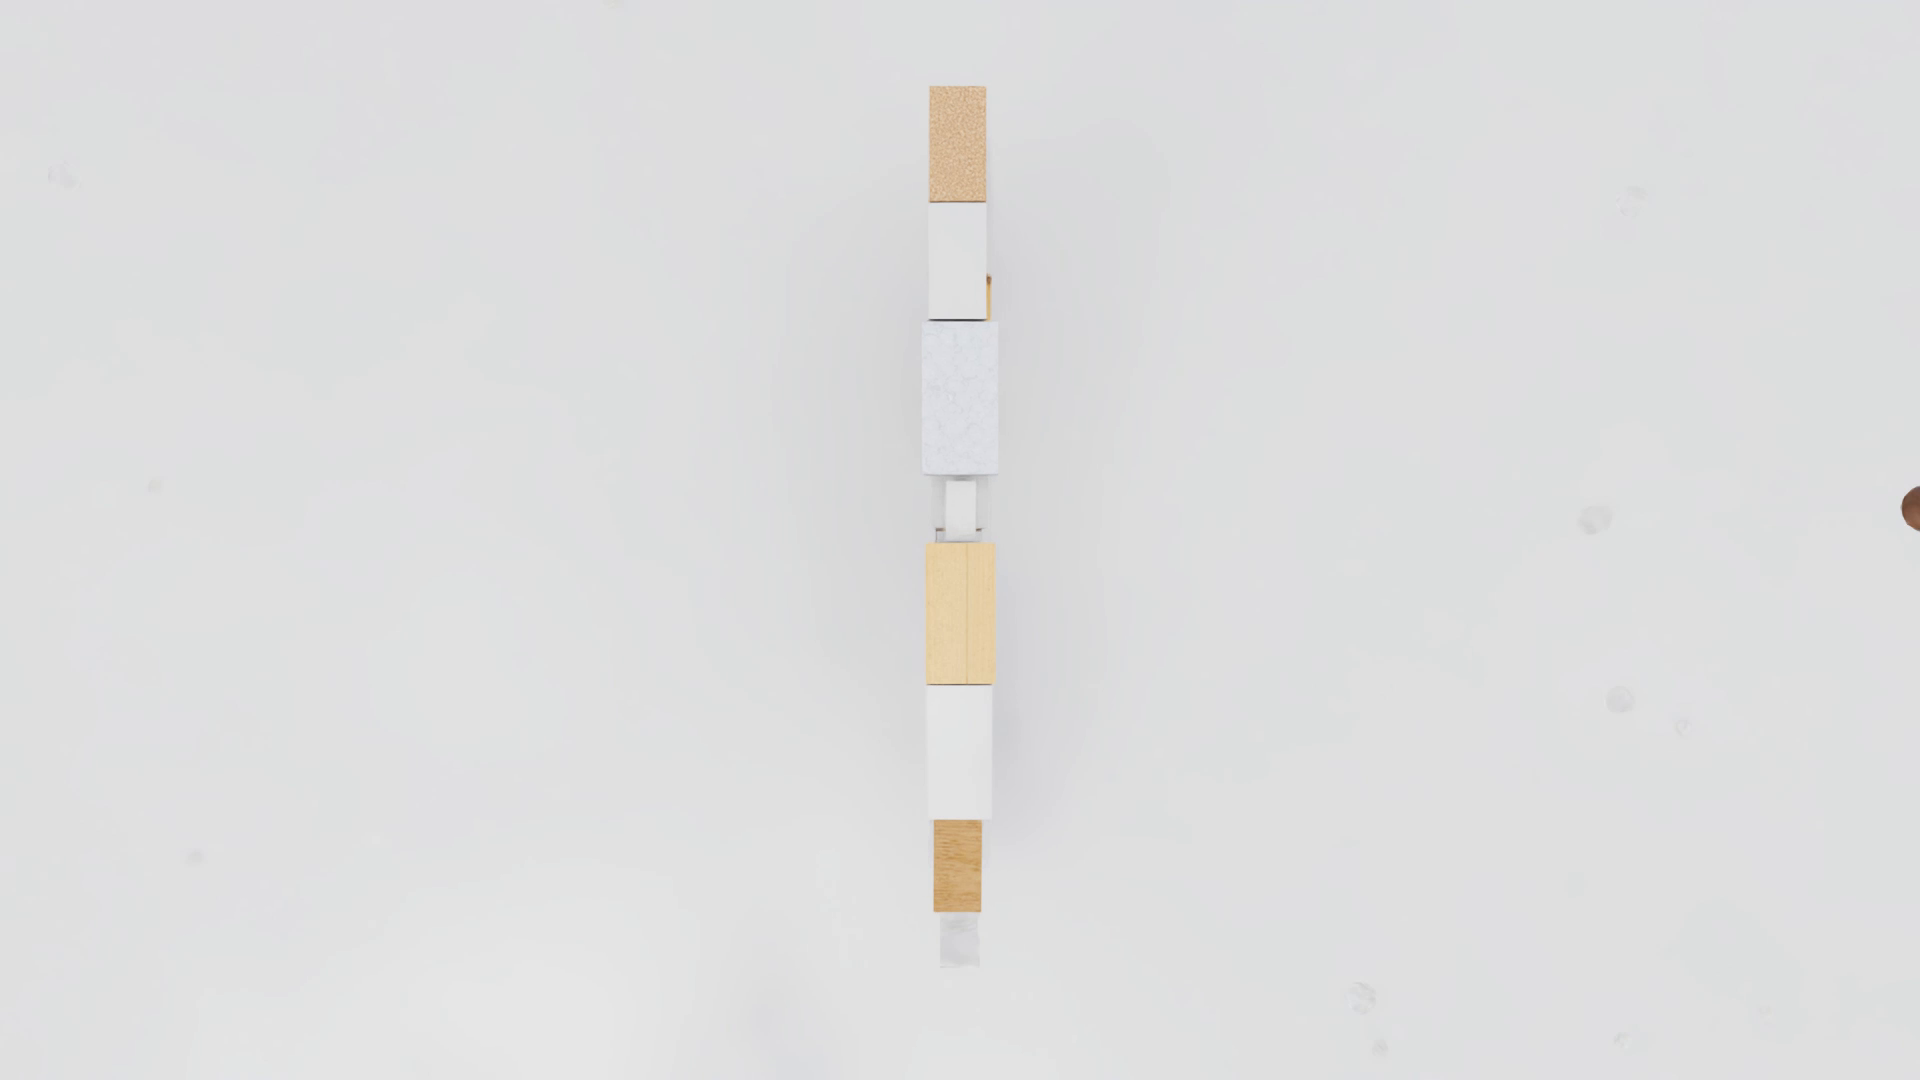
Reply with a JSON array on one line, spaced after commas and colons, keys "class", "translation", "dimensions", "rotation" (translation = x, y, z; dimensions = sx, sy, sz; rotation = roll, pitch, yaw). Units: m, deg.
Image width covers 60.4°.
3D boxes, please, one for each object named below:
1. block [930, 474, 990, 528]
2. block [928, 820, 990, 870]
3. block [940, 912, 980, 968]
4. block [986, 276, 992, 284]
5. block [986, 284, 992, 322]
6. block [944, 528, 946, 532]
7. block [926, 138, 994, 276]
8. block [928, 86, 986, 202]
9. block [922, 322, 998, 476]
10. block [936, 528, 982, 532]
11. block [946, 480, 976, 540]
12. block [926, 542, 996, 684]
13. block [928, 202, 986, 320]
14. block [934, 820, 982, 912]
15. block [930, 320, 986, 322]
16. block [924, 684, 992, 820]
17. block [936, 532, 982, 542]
[{"class": "block", "translation": [0.001, -0.175, 4.128], "dimensions": [0.145, 0.041, 0.291], "rotation": [0, 90, 0]}, {"class": "block", "translation": [0.000, 0.695, 4.314], "dimensions": [0.162, 0.046, 0.324], "rotation": [1, 91, 0]}, {"class": "block", "translation": [-0.002, 1.011, 4.320], "dimensions": [0.104, 0.030, 0.209], "rotation": [0, 72, 0]}, {"class": "block", "translation": [0.000, -0.704, 4.224], "dimensions": [0.165, 0.330, 0.047], "rotation": [0, 90, 0]}, {"class": "block", "translation": [0.003, -0.625, 4.412], "dimensions": [0.160, 0.045, 0.320], "rotation": [0, 90, 0]}, {"class": "block", "translation": [-0.002, -0.092, 4.654], "dimensions": [0.088, 0.025, 0.176], "rotation": [0, 90, 0]}, {"class": "block", "translation": [-0.002, -0.814, 4.036], "dimensions": [0.165, 0.047, 0.330], "rotation": [0, 90, 0]}, {"class": "block", "translation": [-0.005, -0.893, 3.734], "dimensions": [0.130, 0.037, 0.260], "rotation": [0, 90, 0]}, {"class": "block", "translation": [0.001, -0.320, 3.739], "dimensions": [0.172, 0.049, 0.344], "rotation": [0, 90, 0]}, {"class": "block", "translation": [-0.002, -0.077, 4.862], "dimensions": [0.135, 0.038, 0.271], "rotation": [0, 90, 0]}, {"class": "block", "translation": [0.003, -0.070, 3.954], "dimensions": [0.072, 0.020, 0.143], "rotation": [1, 90, 0]}, {"class": "block", "translation": [0.001, 0.173, 3.922], "dimensions": [0.167, 0.047, 0.333], "rotation": [0, 90, 0]}, {"class": "block", "translation": [-0.006, -0.629, 3.733], "dimensions": [0.131, 0.037, 0.261], "rotation": [0, 90, 0]}, {"class": "block", "translation": [-0.006, 0.791, 4.040], "dimensions": [0.118, 0.033, 0.236], "rotation": [1, 91, 0]}, {"class": "block", "translation": [-0.005, -0.540, 3.954], "dimensions": [0.131, 0.406, 0.037], "rotation": [-1, 89, 0]}, {"class": "block", "translation": [-0.003, 0.504, 3.938], "dimensions": [0.159, 0.045, 0.318], "rotation": [0, 90, 0]}, {"class": "block", "translation": [-0.002, 0.097, 4.369], "dimensions": [0.120, 0.034, 0.240], "rotation": [0, 90, 0]}]
